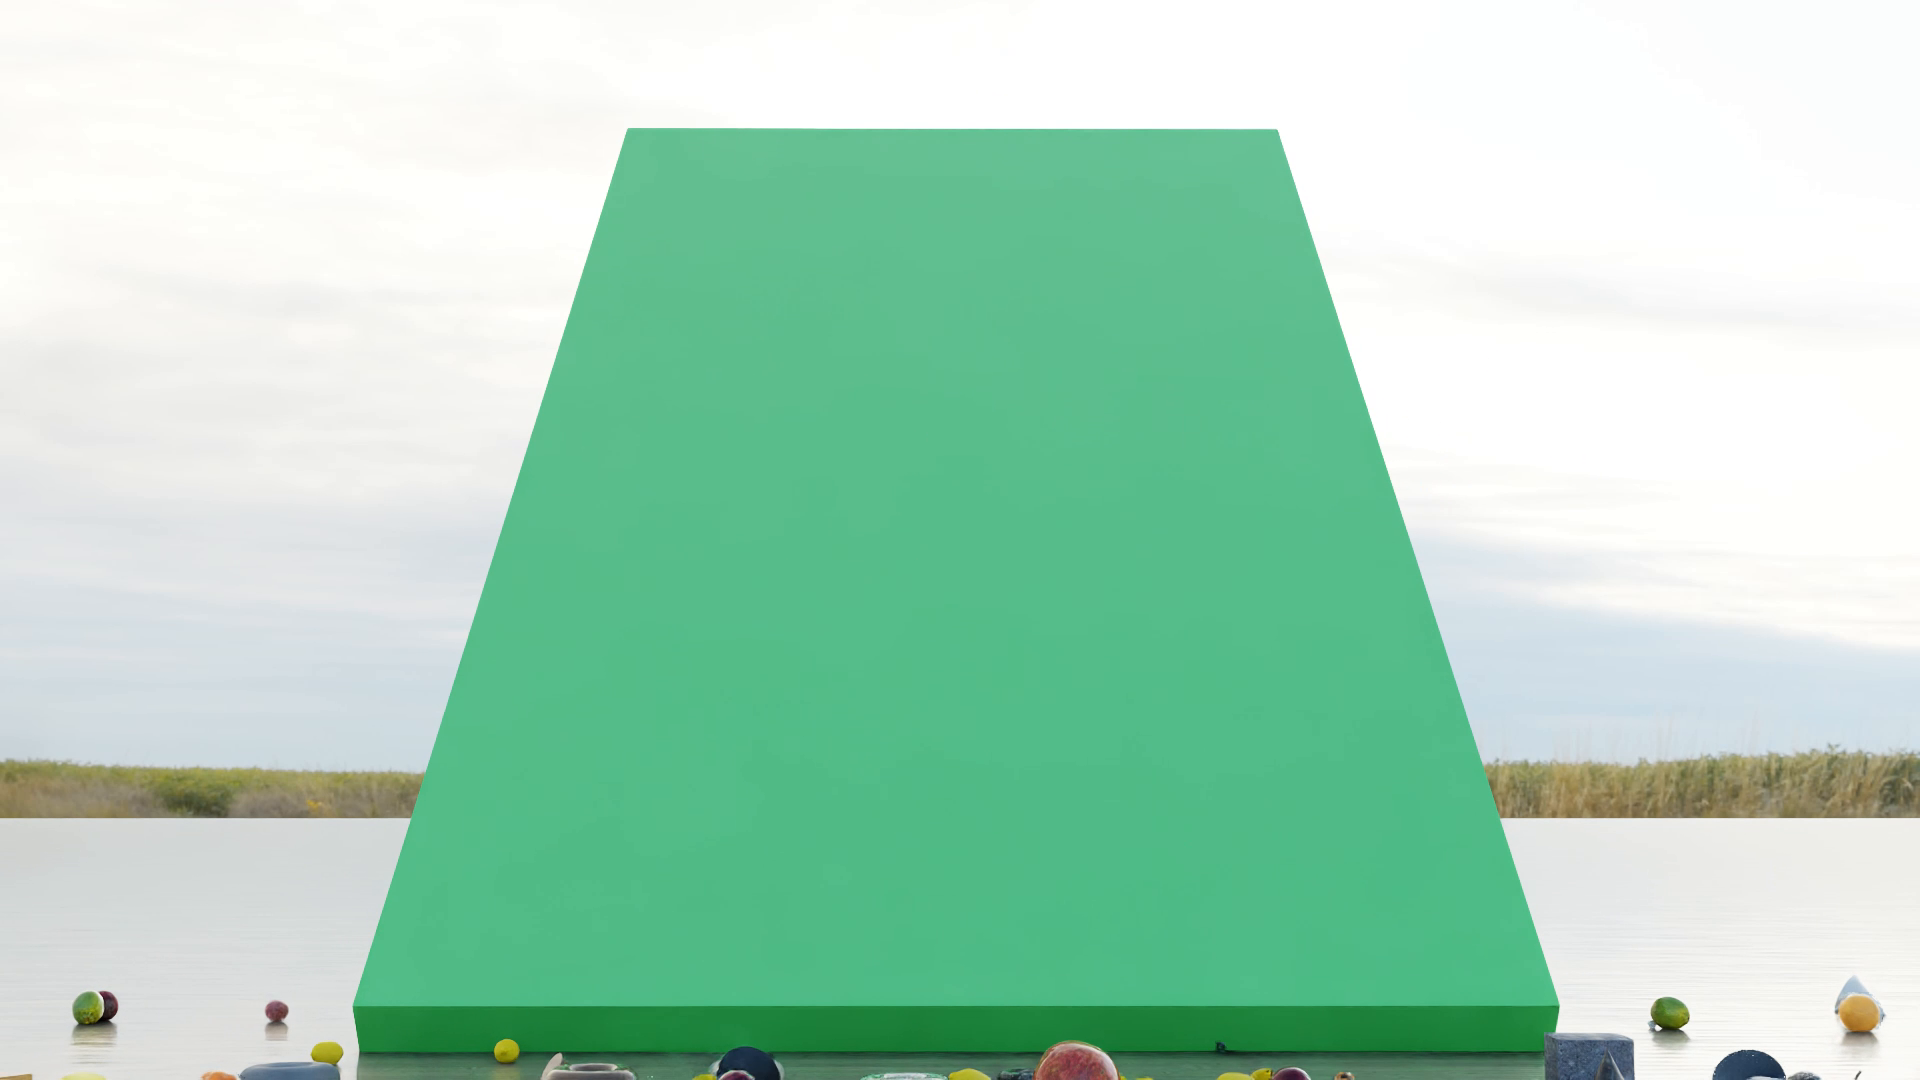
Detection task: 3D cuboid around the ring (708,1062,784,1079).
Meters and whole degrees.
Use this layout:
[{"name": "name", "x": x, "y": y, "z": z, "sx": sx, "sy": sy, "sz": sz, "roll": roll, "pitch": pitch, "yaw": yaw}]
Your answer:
[{"name": "ring", "x": -0.313, "y": 0.780, "z": 3.543, "sx": 0.113, "sy": 0.038, "sz": 0.113, "roll": 0, "pitch": -8, "yaw": 0}]

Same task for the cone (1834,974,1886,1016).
[{"name": "cone", "x": 1.791, "y": 0.919, "z": 4.792, "sx": 0.089, "sy": 0.089, "sz": 0.089, "roll": 28, "pitch": 12, "yaw": 36}]

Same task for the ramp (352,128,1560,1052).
[{"name": "ramp", "x": -0.014, "y": -0.204, "z": 5.761, "sx": 2.000, "sy": 0.100, "sz": 4.000, "roll": 0, "pitch": 31, "yaw": 0}]

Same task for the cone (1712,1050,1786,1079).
[{"name": "cone", "x": 1.057, "y": 0.742, "z": 3.230, "sx": 0.096, "sy": 0.096, "sz": 0.096, "roll": -3, "pitch": -34, "yaw": 24}]

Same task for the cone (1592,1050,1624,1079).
[{"name": "cone", "x": 0.841, "y": 0.707, "z": 3.146, "sx": 0.093, "sy": 0.093, "sz": 0.093, "roll": 0, "pitch": -6, "yaw": 0}]

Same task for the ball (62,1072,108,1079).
[{"name": "ball", "x": -1.059, "y": 0.686, "z": 2.926, "sx": 0.087, "sy": 0.087, "sz": 0.087, "roll": 0, "pitch": -6, "yaw": 0}]

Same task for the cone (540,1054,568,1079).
[{"name": "cone", "x": -0.558, "y": 0.775, "z": 3.463, "sx": 0.064, "sy": 0.064, "sz": 0.064, "roll": 32, "pitch": -19, "yaw": -20}]

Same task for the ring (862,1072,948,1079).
[{"name": "ring", "x": -0.075, "y": 0.746, "z": 3.275, "sx": 0.137, "sy": 0.046, "sz": 0.137, "roll": 0, "pitch": -8, "yaw": 0}]

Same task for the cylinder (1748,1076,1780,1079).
[{"name": "cylinder", "x": 0.941, "y": 0.664, "z": 2.766, "sx": 0.094, "sy": 0.094, "sz": 0.094, "roll": 2, "pitch": -7, "yaw": -14}]

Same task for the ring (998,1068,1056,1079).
[{"name": "ring", "x": 0.096, "y": 0.778, "z": 3.485, "sx": 0.087, "sy": 0.029, "sz": 0.087, "roll": 1, "pitch": -5, "yaw": 0}]

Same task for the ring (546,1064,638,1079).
[{"name": "ring", "x": -0.515, "y": 0.760, "z": 3.390, "sx": 0.134, "sy": 0.045, "sz": 0.134, "roll": 0, "pitch": -5, "yaw": 0}]

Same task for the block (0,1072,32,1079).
[{"name": "block", "x": -1.172, "y": 0.681, "z": 2.886, "sx": 0.087, "sy": 0.087, "sz": 0.087, "roll": -3, "pitch": -7, "yaw": 27}]

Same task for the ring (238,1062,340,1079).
[{"name": "ring", "x": -0.942, "y": 0.760, "z": 3.403, "sx": 0.141, "sy": 0.047, "sz": 0.141, "roll": -1, "pitch": -7, "yaw": 0}]

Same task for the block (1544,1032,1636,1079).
[{"name": "block", "x": 0.842, "y": 0.715, "z": 3.246, "sx": 0.100, "sy": 0.100, "sz": 0.100, "roll": 0, "pitch": -6, "yaw": 4}]
